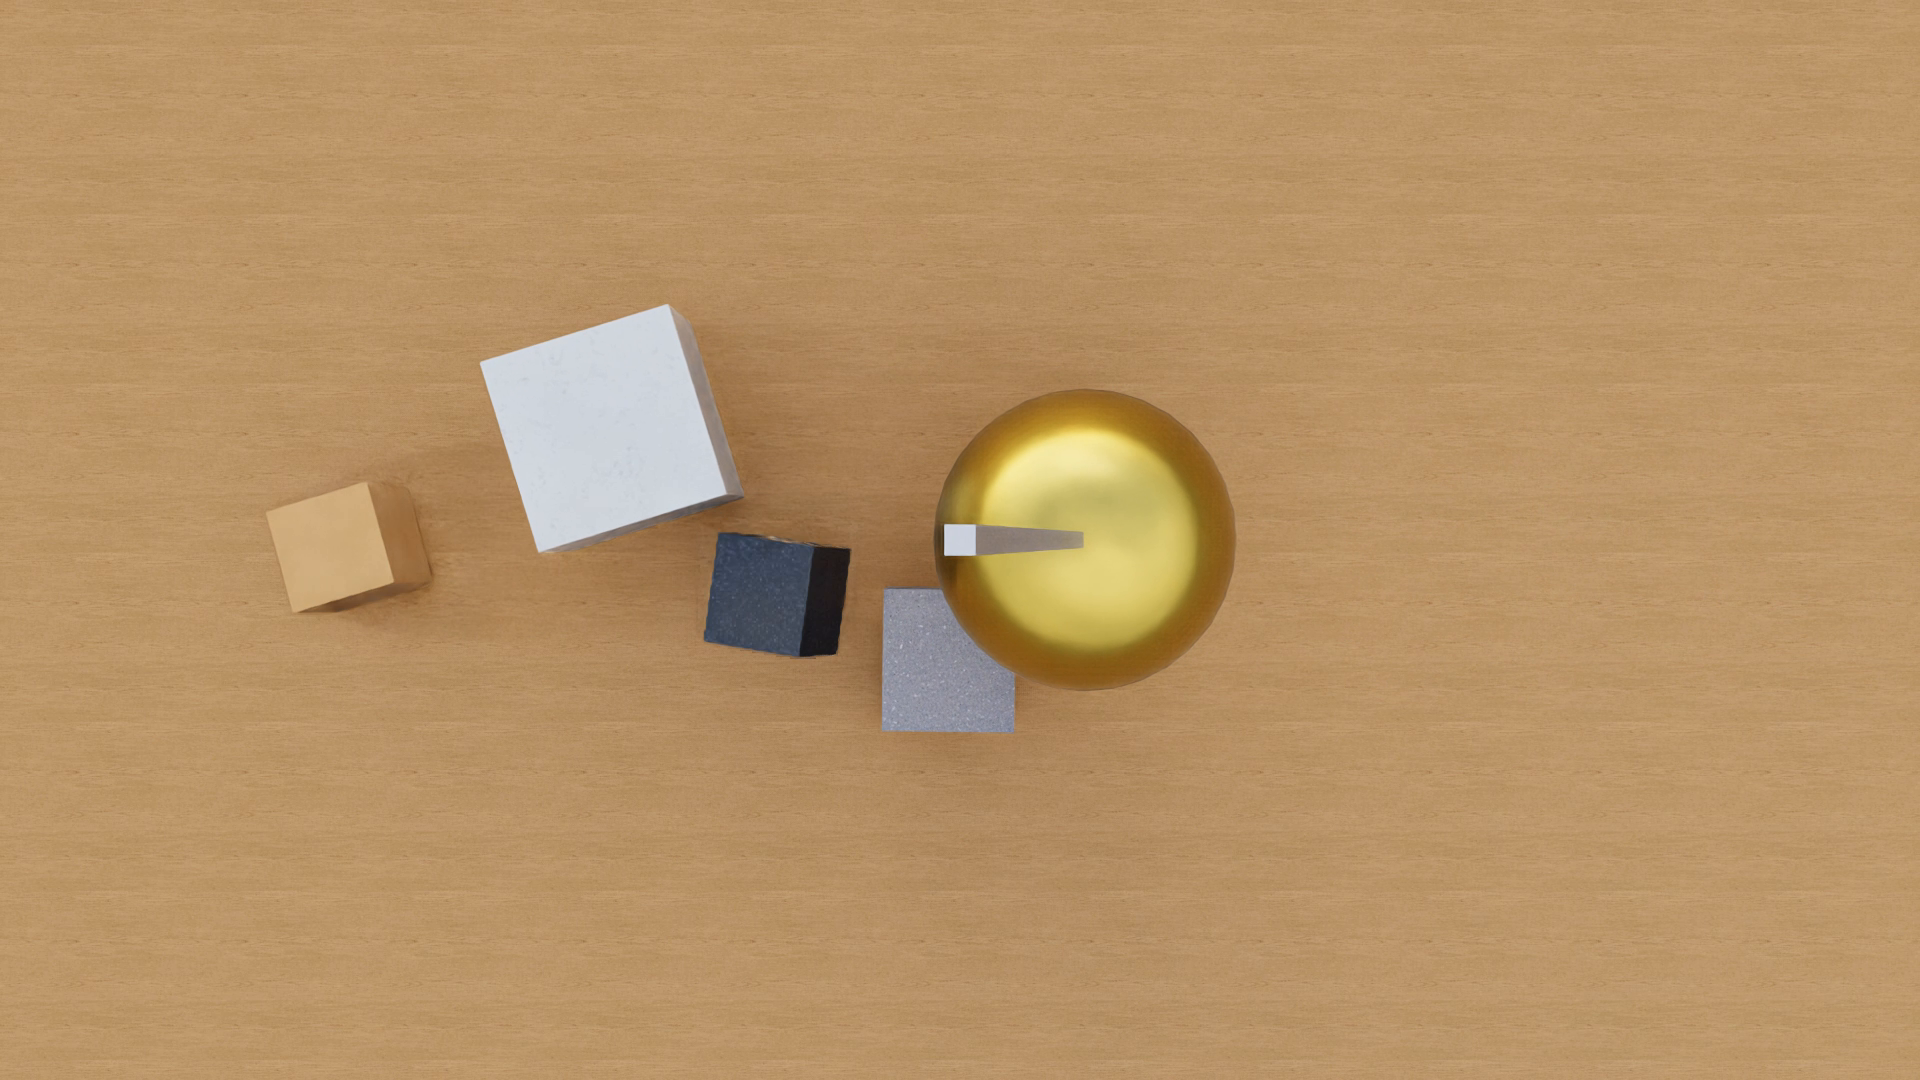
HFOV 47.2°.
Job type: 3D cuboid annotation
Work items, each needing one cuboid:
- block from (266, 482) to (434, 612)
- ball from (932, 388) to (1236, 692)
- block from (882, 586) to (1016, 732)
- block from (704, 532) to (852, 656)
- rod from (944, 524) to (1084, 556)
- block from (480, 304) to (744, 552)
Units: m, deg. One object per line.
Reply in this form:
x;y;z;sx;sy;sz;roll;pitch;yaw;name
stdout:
-3.495;0.049;12.631;0.606;0.651;0.591;-16;87;5;block
0.655;0.000;11.603;1.600;1.600;1.600;0;90;0;ball
-0.061;0.675;12.635;0.740;0.731;0.793;1;90;0;block
-1.040;0.310;12.608;0.577;0.639;0.621;8;91;16;block
0.284;0.000;8.224;0.080;5.200;0.080;0;90;6;rod
-1.943;-0.610;12.489;1.074;1.022;1.083;-17;90;0;block
